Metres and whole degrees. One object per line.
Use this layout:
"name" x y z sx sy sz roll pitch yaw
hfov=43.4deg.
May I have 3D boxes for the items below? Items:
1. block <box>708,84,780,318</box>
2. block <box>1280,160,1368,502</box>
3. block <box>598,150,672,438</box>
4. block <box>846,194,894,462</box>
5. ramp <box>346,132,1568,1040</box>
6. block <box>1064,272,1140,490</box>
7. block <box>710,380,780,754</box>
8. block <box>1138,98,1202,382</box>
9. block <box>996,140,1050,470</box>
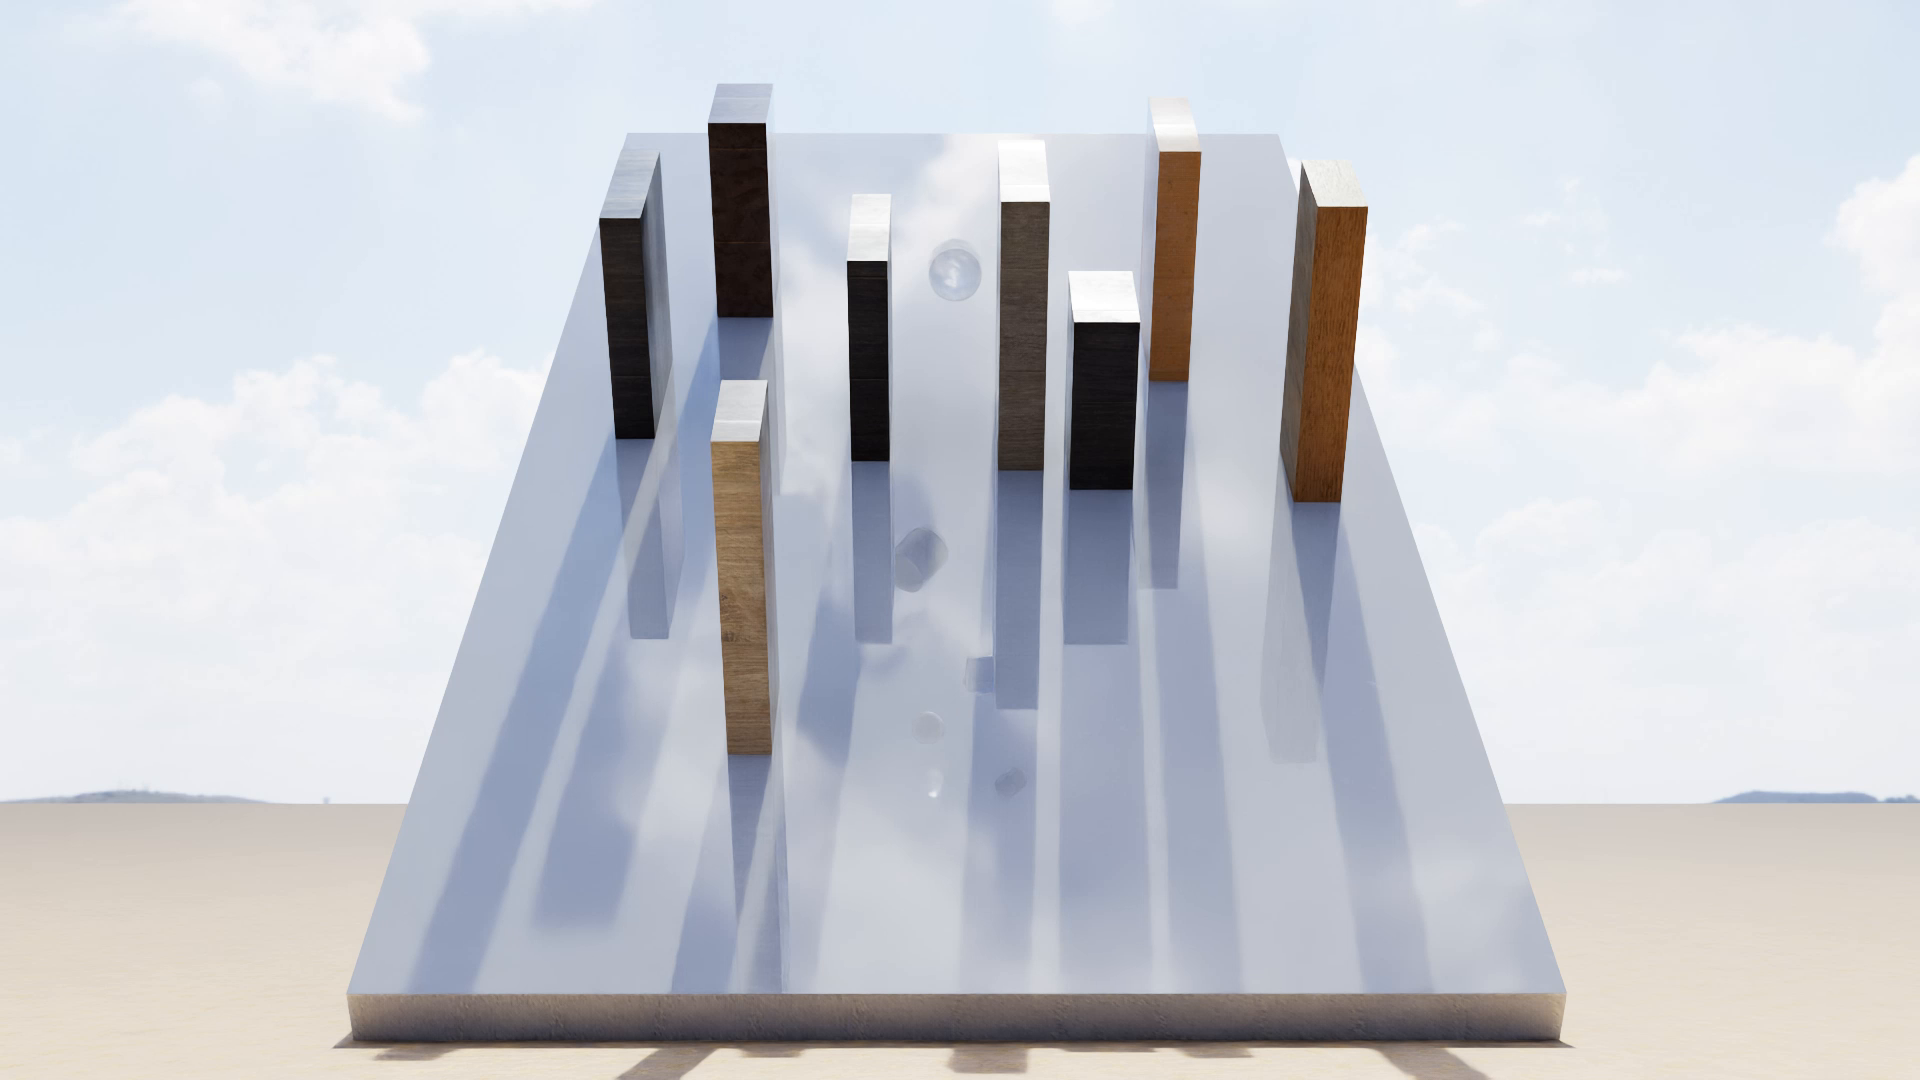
"block" -0.555 -0.878 6.240 0.145 0.528 0.293 0 30 0
"block" 0.799 -0.458 5.339 0.106 0.707 0.271 0 30 0
"block" -0.760 -0.583 5.700 0.092 0.554 0.427 0 30 0
"block" -0.206 -0.495 5.605 0.089 0.500 0.389 0 30 0
"ramp" -0.013 -0.211 5.713 2.000 0.100 4.000 0 30 0
"block" 0.318 -0.362 5.462 0.143 0.415 0.274 0 30 0
"block" -0.395 0.055 4.481 0.084 0.664 0.242 0 30 0
"block" 0.513 -0.741 5.940 0.098 0.596 0.371 0 30 0
"block" 0.139 -0.537 5.521 0.105 0.657 0.372 0 30 0
